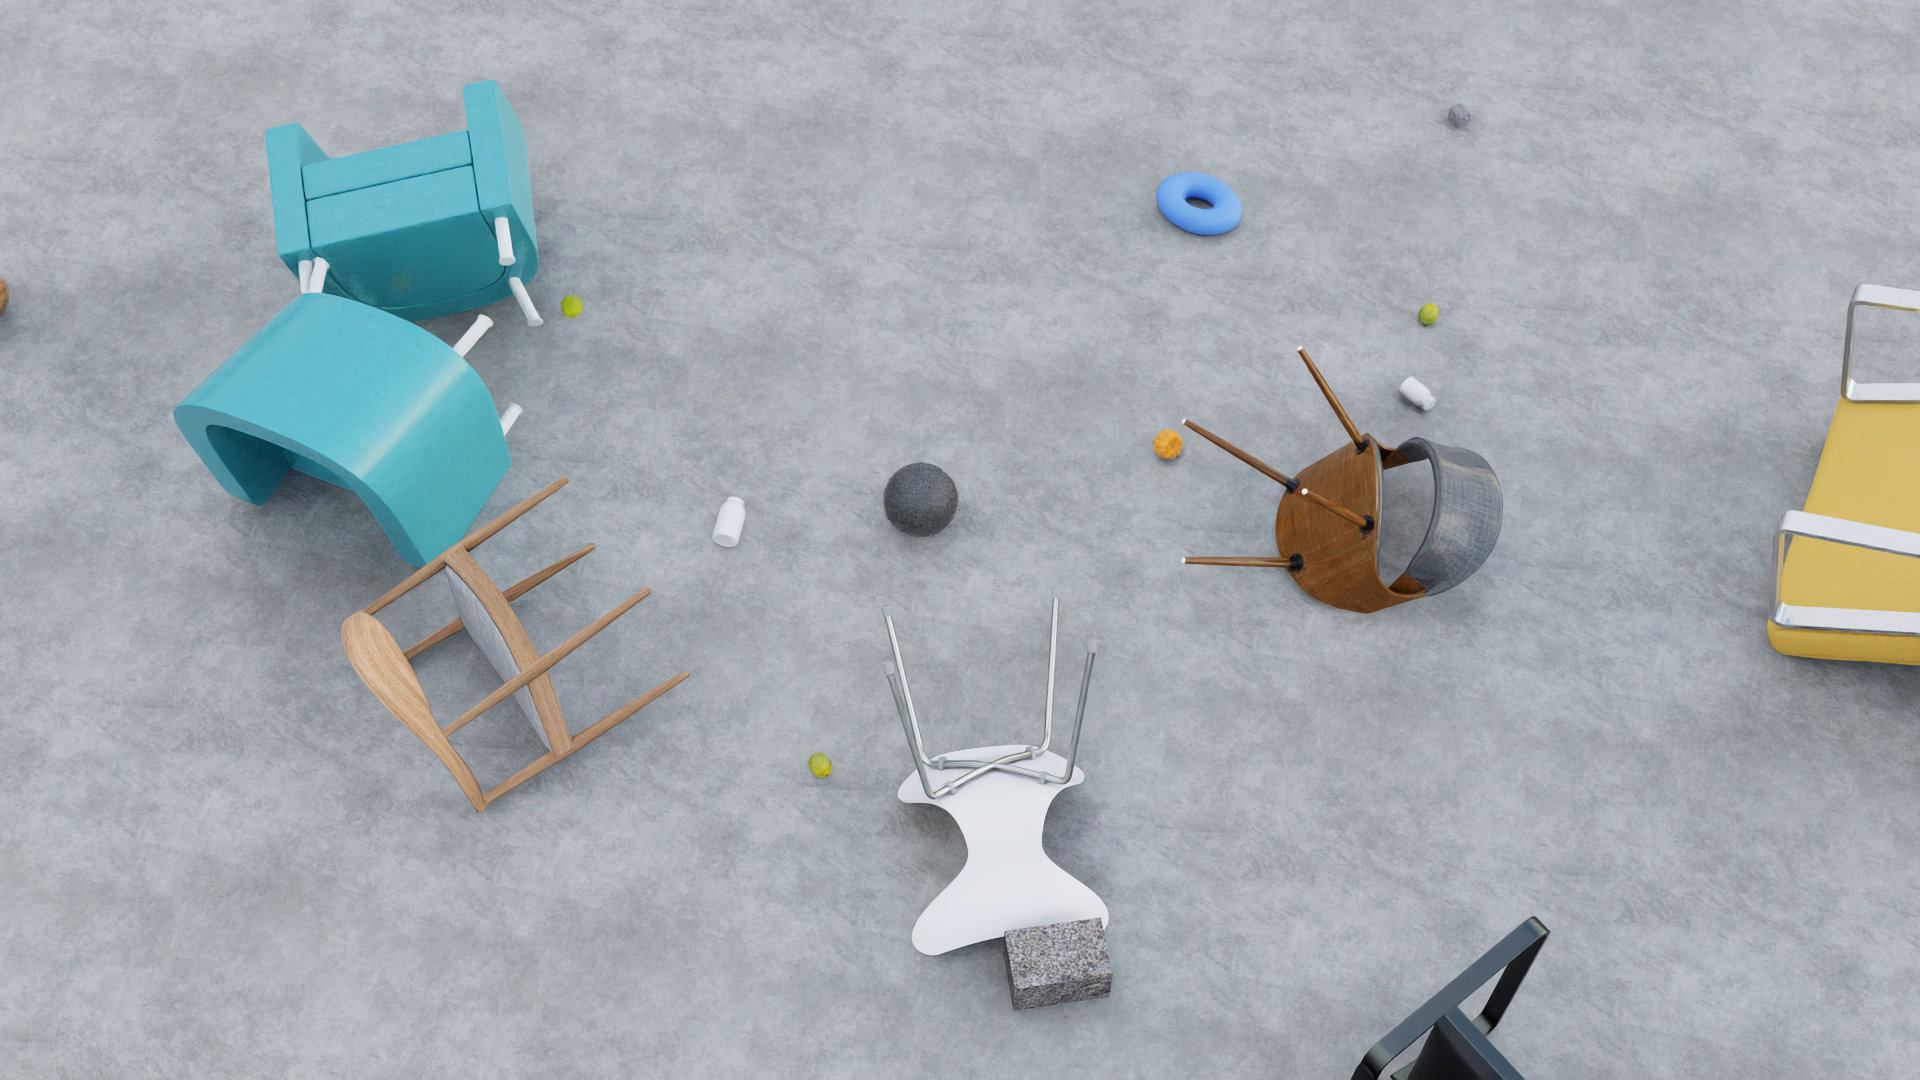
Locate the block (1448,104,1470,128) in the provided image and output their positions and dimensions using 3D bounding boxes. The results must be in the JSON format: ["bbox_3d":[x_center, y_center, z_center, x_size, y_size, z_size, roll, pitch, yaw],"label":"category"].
[{"bbox_3d":[1.705,-1.449,7.515,0.043,0.052,0.059,-24,59,-15],"label":"block"}]

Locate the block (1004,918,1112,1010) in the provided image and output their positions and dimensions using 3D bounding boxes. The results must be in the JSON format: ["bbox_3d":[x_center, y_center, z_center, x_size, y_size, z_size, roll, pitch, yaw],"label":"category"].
[{"bbox_3d":[0.254,1.107,5.743,0.255,0.146,0.162,-7,56,-5],"label":"block"}]

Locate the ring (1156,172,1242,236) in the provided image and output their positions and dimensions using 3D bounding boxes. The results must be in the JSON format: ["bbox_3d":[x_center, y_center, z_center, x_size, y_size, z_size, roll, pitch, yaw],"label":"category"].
[{"bbox_3d":[0.790,-1.112,7.268,0.297,0.090,0.225,26,61,16],"label":"ring"}]

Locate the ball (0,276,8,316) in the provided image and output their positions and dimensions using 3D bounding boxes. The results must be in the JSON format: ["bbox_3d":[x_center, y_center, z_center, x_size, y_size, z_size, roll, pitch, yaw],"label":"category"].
[{"bbox_3d":[-3.134,-0.777,6.961,0.223,0.223,0.223,0,56,0],"label":"ball"}]

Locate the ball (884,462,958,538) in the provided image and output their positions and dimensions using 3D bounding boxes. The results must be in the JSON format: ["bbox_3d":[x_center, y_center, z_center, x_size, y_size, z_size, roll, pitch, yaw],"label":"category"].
[{"bbox_3d":[-0.116,-0.119,6.519,0.223,0.223,0.223,0,56,0],"label":"ball"}]
